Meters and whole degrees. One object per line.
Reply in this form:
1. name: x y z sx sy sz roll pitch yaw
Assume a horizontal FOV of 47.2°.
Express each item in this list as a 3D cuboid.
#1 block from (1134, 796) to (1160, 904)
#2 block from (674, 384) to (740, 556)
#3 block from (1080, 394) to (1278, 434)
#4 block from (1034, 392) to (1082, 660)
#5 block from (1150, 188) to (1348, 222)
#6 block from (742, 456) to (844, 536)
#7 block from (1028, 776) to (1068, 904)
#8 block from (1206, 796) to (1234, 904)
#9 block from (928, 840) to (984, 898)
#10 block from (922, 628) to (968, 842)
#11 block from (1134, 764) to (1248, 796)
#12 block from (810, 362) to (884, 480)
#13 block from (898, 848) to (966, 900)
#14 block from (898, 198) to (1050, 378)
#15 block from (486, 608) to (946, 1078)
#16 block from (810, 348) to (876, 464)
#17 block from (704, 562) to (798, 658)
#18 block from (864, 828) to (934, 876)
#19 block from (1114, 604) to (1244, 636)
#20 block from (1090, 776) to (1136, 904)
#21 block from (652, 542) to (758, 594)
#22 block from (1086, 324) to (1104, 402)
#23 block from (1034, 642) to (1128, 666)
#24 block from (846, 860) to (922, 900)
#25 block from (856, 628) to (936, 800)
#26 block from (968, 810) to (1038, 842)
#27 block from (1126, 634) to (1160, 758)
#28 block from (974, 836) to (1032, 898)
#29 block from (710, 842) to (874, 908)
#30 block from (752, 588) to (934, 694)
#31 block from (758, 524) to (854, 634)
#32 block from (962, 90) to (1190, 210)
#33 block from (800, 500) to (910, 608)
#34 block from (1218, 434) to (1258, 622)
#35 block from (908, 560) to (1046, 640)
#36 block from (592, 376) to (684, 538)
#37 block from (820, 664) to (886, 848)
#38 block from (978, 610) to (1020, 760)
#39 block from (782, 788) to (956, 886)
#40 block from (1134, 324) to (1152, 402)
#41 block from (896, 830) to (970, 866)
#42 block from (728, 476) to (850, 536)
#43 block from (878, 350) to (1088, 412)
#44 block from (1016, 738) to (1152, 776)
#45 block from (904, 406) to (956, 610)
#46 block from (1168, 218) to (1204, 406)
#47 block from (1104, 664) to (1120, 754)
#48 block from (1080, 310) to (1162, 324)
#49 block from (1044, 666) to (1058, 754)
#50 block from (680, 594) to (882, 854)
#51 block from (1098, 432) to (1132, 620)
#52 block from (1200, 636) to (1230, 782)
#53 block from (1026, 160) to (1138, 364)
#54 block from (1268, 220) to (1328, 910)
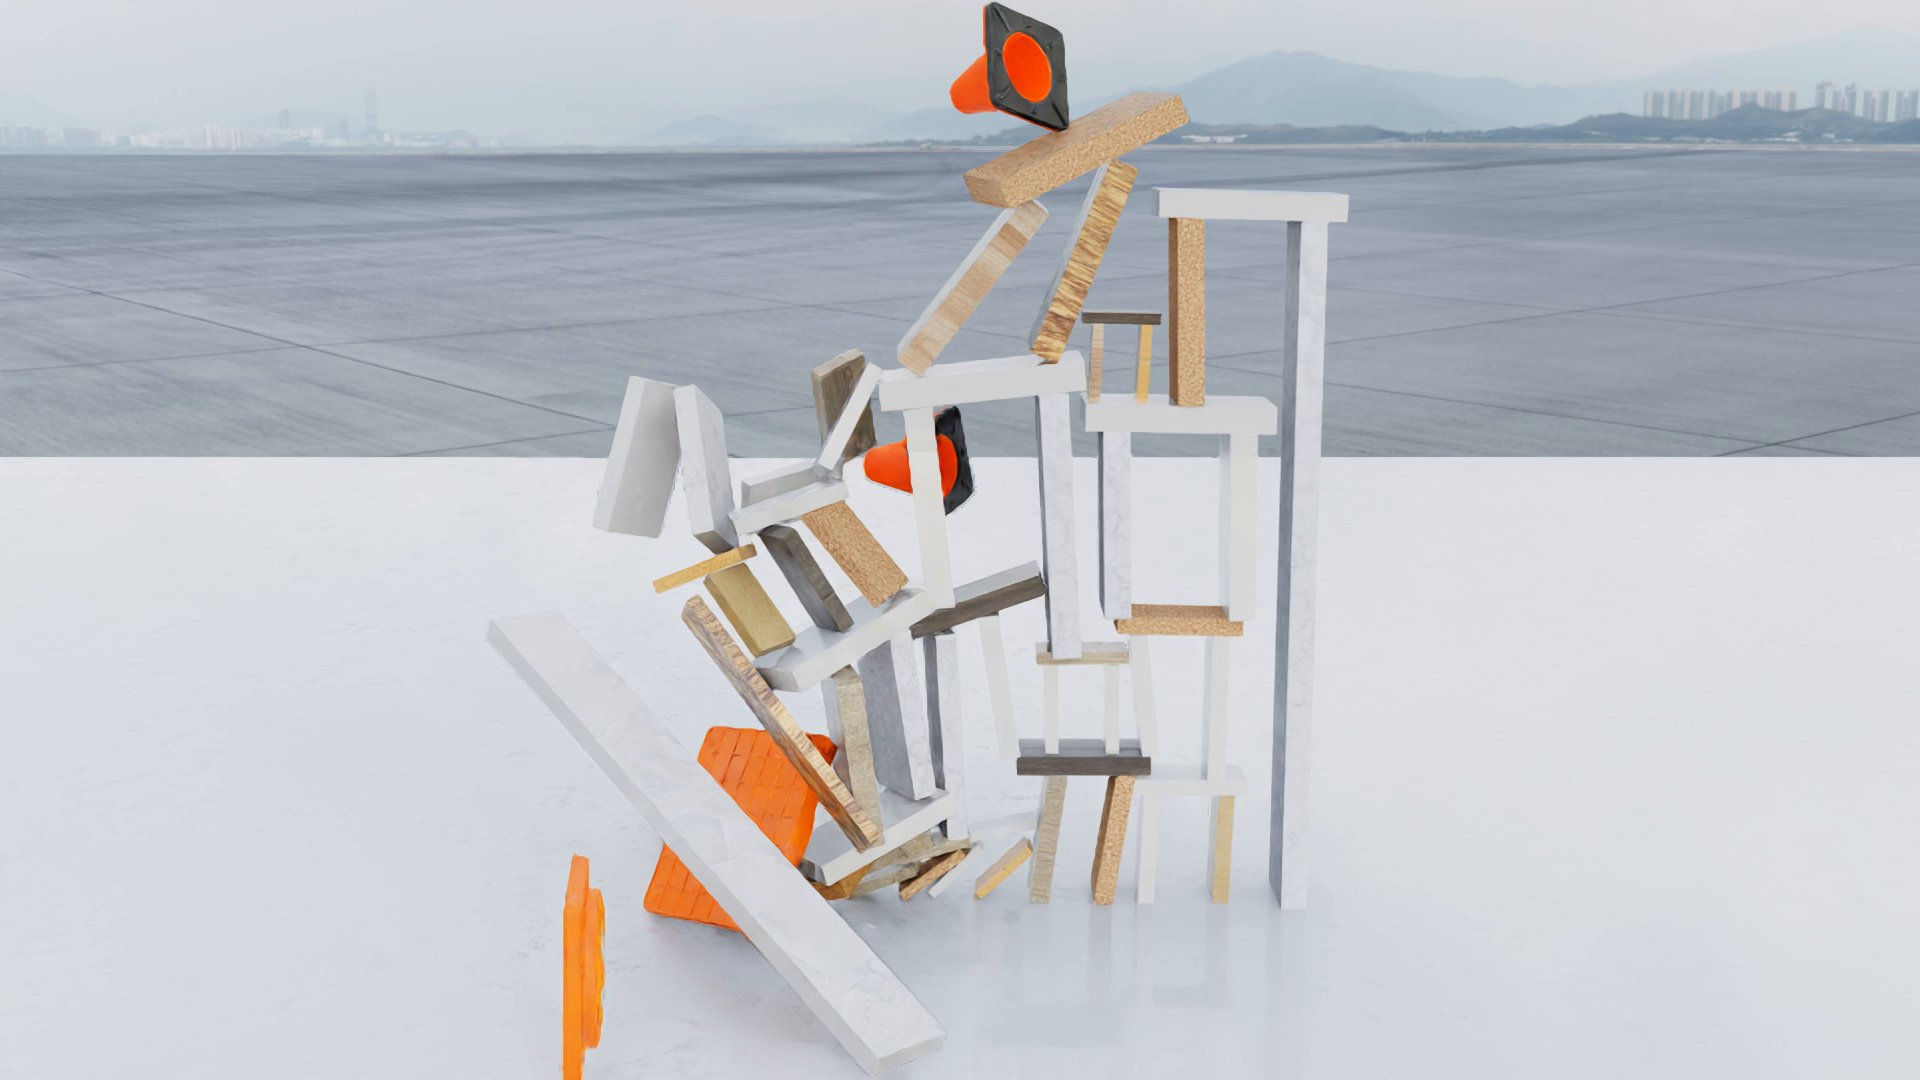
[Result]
1. block: 0.310 0.499 3.652 0.026 0.184 0.092 2 11 0
2. block: -0.404 -0.109 3.516 0.036 0.251 0.126 -14 -20 10
3. block: 0.347 -0.203 3.525 0.301 0.043 0.150 1 11 -1
4. block: 0.157 -0.034 3.549 0.046 0.425 0.162 -4 11 -1
5. block: 0.452 -0.527 3.457 0.291 0.041 0.145 1 11 -1
6. block: -0.272 -0.076 3.572 0.182 0.091 0.026 -18 36 -33
7. block: 0.144 0.481 3.651 0.031 0.219 0.109 8 10 -2
8. block: 0.432 0.499 3.651 0.026 0.184 0.092 2 11 -1
9. block: -0.008 0.544 3.664 0.115 0.016 0.058 -43 8 7
10. block: -0.025 0.312 3.626 0.034 0.344 0.119 -5 11 -11
11. block: 0.376 0.396 3.632 0.184 0.026 0.092 0 11 0
12. block: -0.180 -0.187 3.472 0.026 0.182 0.091 28 -13 -8
13. block: -0.046 0.547 3.658 0.126 0.018 0.063 -36 9 6
14. block: 0.018 -0.408 3.469 0.046 0.321 0.161 37 10 -9
15. block: -0.390 0.417 3.279 0.126 0.036 1.031 -10 40 -43
16. block: -0.190 -0.215 3.601 0.091 0.182 0.026 -31 43 -29
17. block: -0.328 0.109 3.432 0.076 0.152 0.022 -20 -23 -43
18. block: -0.174 0.511 3.650 0.255 0.036 0.127 -23 25 3
19. block: 0.354 0.130 3.580 0.202 0.029 0.101 1 11 -1
20. block: 0.253 0.481 3.649 0.031 0.219 0.109 9 10 -2
21. block: -0.402 0.045 3.469 0.152 0.022 0.076 -21 1 16
22. block: 0.216 -0.286 3.505 0.017 0.122 0.061 3 10 0
23. block: 0.198 0.185 3.594 0.149 0.021 0.075 0 11 -1
24. block: -0.128 0.560 3.655 0.126 0.018 0.063 -21 7 12
25. block: -0.108 0.272 3.564 0.039 0.276 0.138 -15 14 -27
26. block: 0.071 0.477 3.661 0.115 0.016 0.058 -12 7 0
27. block: 0.299 0.243 3.600 0.029 0.202 0.101 -7 10 1
28. block: 0.073 0.545 3.664 0.115 0.016 0.058 -42 8 7
29. block: -0.269 0.539 3.576 0.255 0.036 0.127 -9 22 29
30. block: -0.189 0.155 3.454 0.276 0.039 0.138 -31 18 -33
31. block: -0.239 0.060 3.417 0.026 0.184 0.092 -39 22 -21
32. block: 0.178 -0.608 3.411 0.321 0.046 0.161 -28 21 -12
33. block: -0.165 0.016 3.472 0.026 0.184 0.092 -40 -1 30
34. block: 0.449 -0.032 3.558 0.043 0.301 0.150 -1 11 0
35. block: 0.019 0.099 3.581 0.238 0.034 0.119 -19 11 2
36. block: -0.513 -0.133 3.577 0.036 0.251 0.126 18 5 33
37. block: -0.171 0.330 3.445 0.039 0.276 0.138 -11 15 -13
38. block: 0.064 0.227 3.603 0.034 0.238 0.119 -9 11 2
39. block: -0.146 0.466 3.536 0.255 0.036 0.127 -27 21 -28
40. block: 0.291 -0.284 3.504 0.017 0.122 0.061 3 10 -1
41. block: -0.047 0.506 3.648 0.126 0.018 0.063 -15 12 1
42. block: -0.270 -0.054 3.447 0.184 0.026 0.092 -20 11 -9
43. block: 0.035 -0.255 3.505 0.323 0.046 0.162 -6 11 1
44. block: 0.202 0.357 3.627 0.219 0.031 0.109 0 11 0
45. block: -0.050 -0.063 3.544 0.046 0.323 0.162 -7 11 0
46. block: 0.359 -0.366 3.488 0.041 0.291 0.145 -1 11 0
47. block: 0.249 0.269 3.611 0.021 0.149 0.075 -1 11 0
48. block: 0.255 -0.354 3.493 0.122 0.017 0.061 1 10 -1
49. block: 0.149 0.268 3.611 0.021 0.149 0.075 -1 11 0
50. block: -0.278 0.283 3.381 0.022 0.468 0.076 -34 -10 -24
51. block: 0.249 -0.035 3.555 0.043 0.301 0.150 -1 11 0
52. block: 0.419 0.265 3.606 0.029 0.242 0.101 1 10 0
53. block: 0.191 -0.445 3.469 0.046 0.321 0.161 22 11 -5
54. block: 0.546 0.043 3.564 0.041 1.114 0.145 0 11 0
